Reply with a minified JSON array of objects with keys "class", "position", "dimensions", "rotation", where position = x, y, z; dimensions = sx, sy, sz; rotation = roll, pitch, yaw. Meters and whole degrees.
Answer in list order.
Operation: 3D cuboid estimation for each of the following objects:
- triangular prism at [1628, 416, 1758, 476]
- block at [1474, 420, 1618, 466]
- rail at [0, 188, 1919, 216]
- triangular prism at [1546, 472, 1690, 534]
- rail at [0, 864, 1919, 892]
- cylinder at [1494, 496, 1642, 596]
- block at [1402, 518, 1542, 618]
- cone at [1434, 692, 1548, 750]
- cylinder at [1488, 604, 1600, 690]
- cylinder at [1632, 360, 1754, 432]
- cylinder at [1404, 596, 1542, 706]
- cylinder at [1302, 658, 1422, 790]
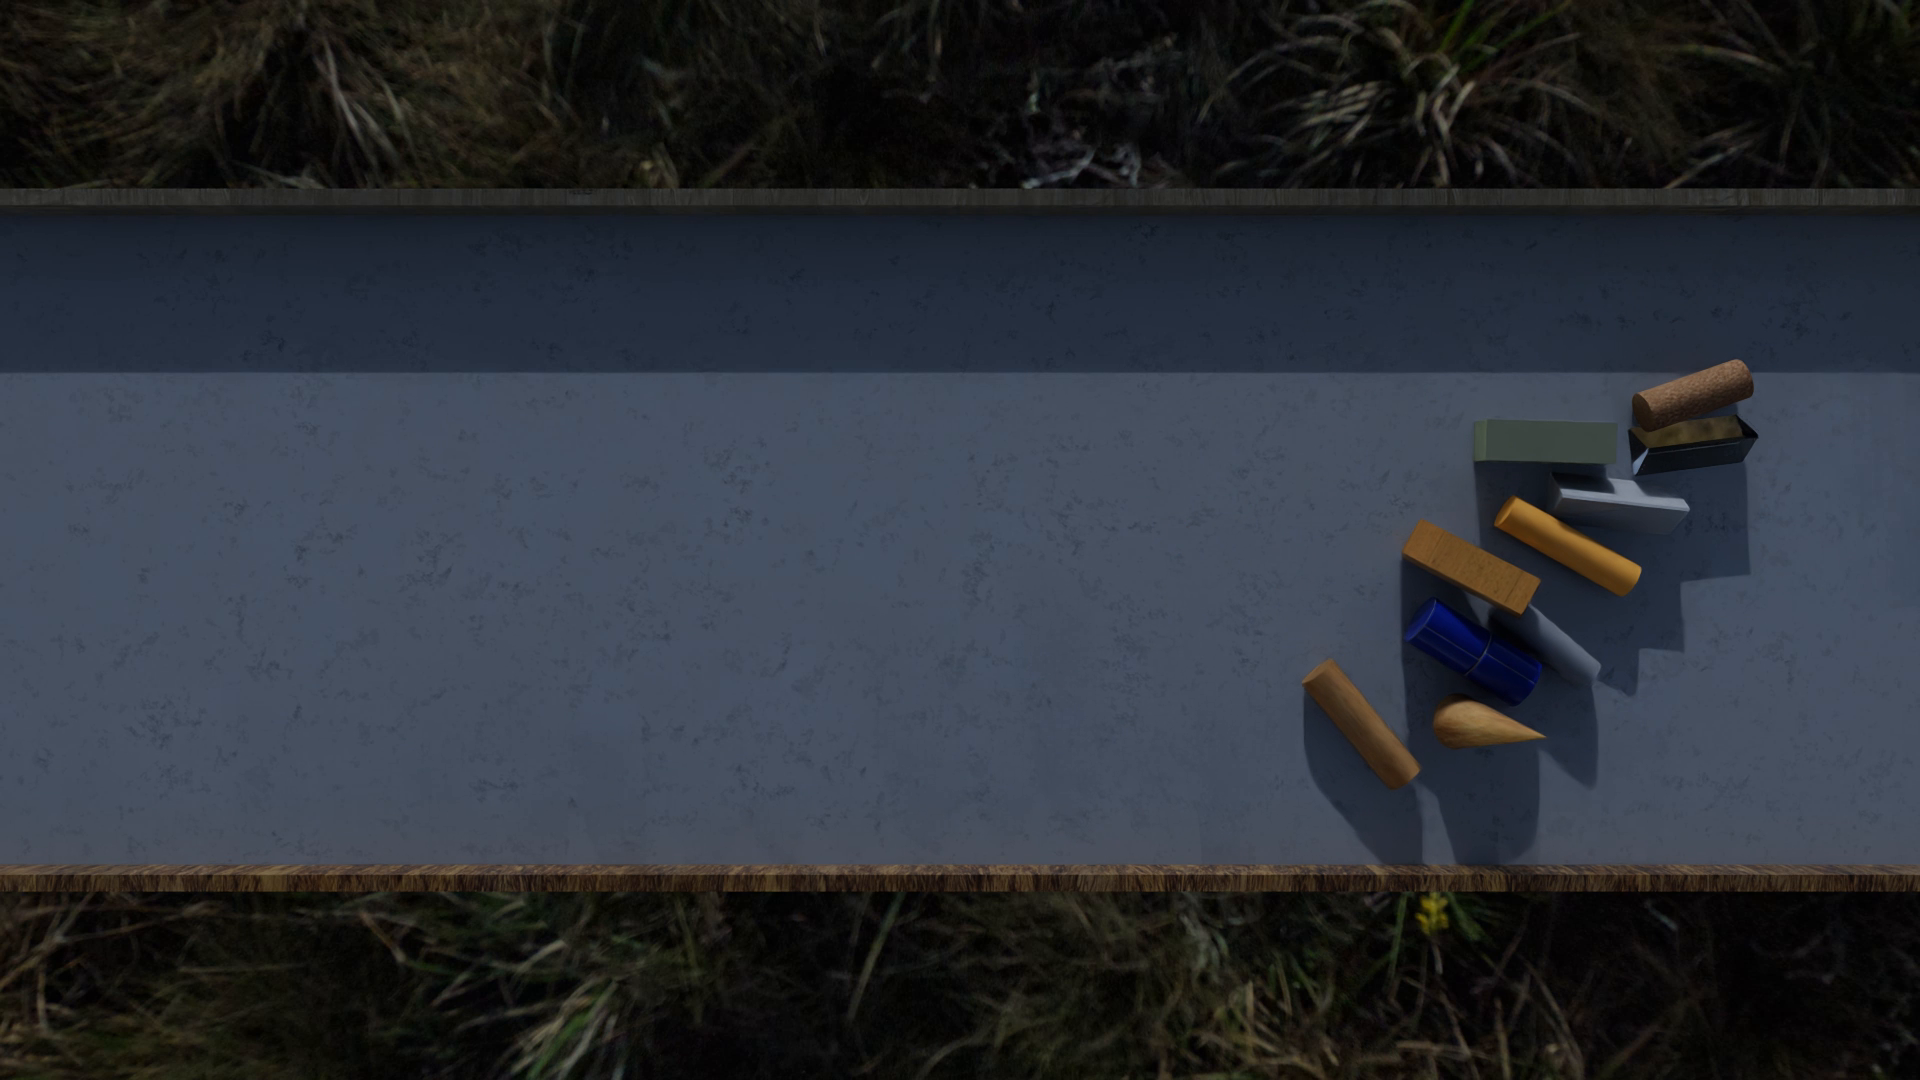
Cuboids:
[{"class":"triangular prism","position":[2.230,-0.292,5.010],"dimensions":[0.332,0.126,0.145],"rotation":[-7,90,0]},{"class":"block","position":[1.777,-0.296,5.015],"dimensions":[0.392,0.122,0.122],"rotation":[2,90,0]},{"class":"rail","position":[-2.247,-1.025,5.002],"dimensions":[12.000,0.150,0.050],"rotation":[0,90,0]},{"class":"triangular prism","position":[1.997,-0.111,5.007],"dimensions":[0.383,0.131,0.152],"rotation":[6,90,0]},{"class":"rail","position":[-2.247,1.025,5.001],"dimensions":[12.000,0.150,0.050],"rotation":[0,90,0]},{"class":"cylinder","position":[1.849,0.018,5.021],"dimensions":[0.436,0.111,0.111],"rotation":[29,90,0]},{"class":"block","position":[1.534,0.086,4.958],"dimensions":[0.389,0.118,0.118],"rotation":[30,90,19]},{"class":"cone","position":[1.592,0.556,4.848],"dimensions":[0.173,0.424,0.173],"rotation":[0,91,-19]},{"class":"cylinder","position":[1.779,0.302,5.023],"dimensions":[0.352,0.107,0.107],"rotation":[41,90,0]},{"class":"cylinder","position":[2.226,-0.438,5.014],"dimensions":[0.318,0.126,0.126],"rotation":[-19,90,0]},{"class":"cylinder","position":[1.553,0.338,4.997],"dimensions":[0.376,0.159,0.159],"rotation":[32,90,0]},{"class":"cylinder","position":[1.223,0.560,5.018],"dimensions":[0.117,0.117,0.421],"rotation":[-40,90,0]}]
